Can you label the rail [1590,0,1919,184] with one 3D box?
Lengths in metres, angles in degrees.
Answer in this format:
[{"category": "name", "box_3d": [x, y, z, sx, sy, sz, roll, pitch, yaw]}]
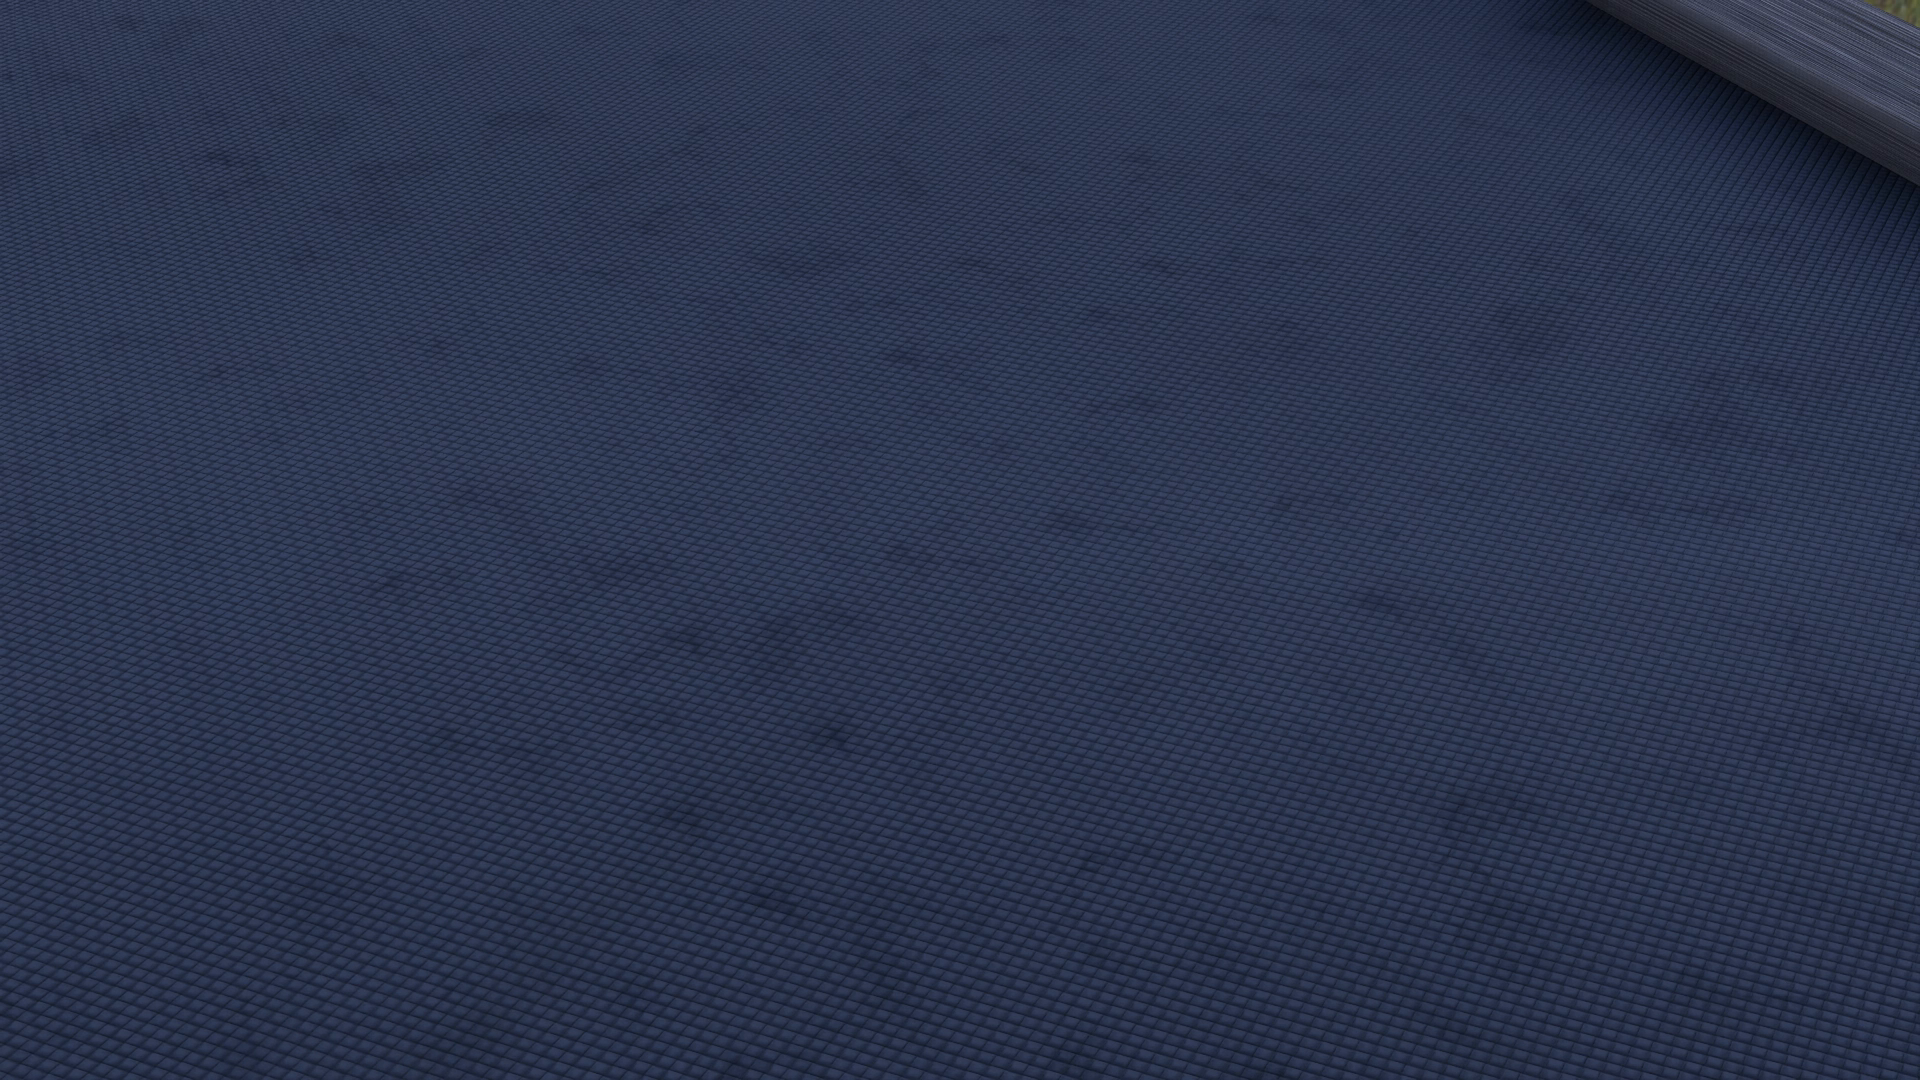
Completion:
[{"category": "rail", "box_3d": [0.629, -0.582, 2.907, 0.045, 0.128, 3.587, -9, 29, -17]}]
